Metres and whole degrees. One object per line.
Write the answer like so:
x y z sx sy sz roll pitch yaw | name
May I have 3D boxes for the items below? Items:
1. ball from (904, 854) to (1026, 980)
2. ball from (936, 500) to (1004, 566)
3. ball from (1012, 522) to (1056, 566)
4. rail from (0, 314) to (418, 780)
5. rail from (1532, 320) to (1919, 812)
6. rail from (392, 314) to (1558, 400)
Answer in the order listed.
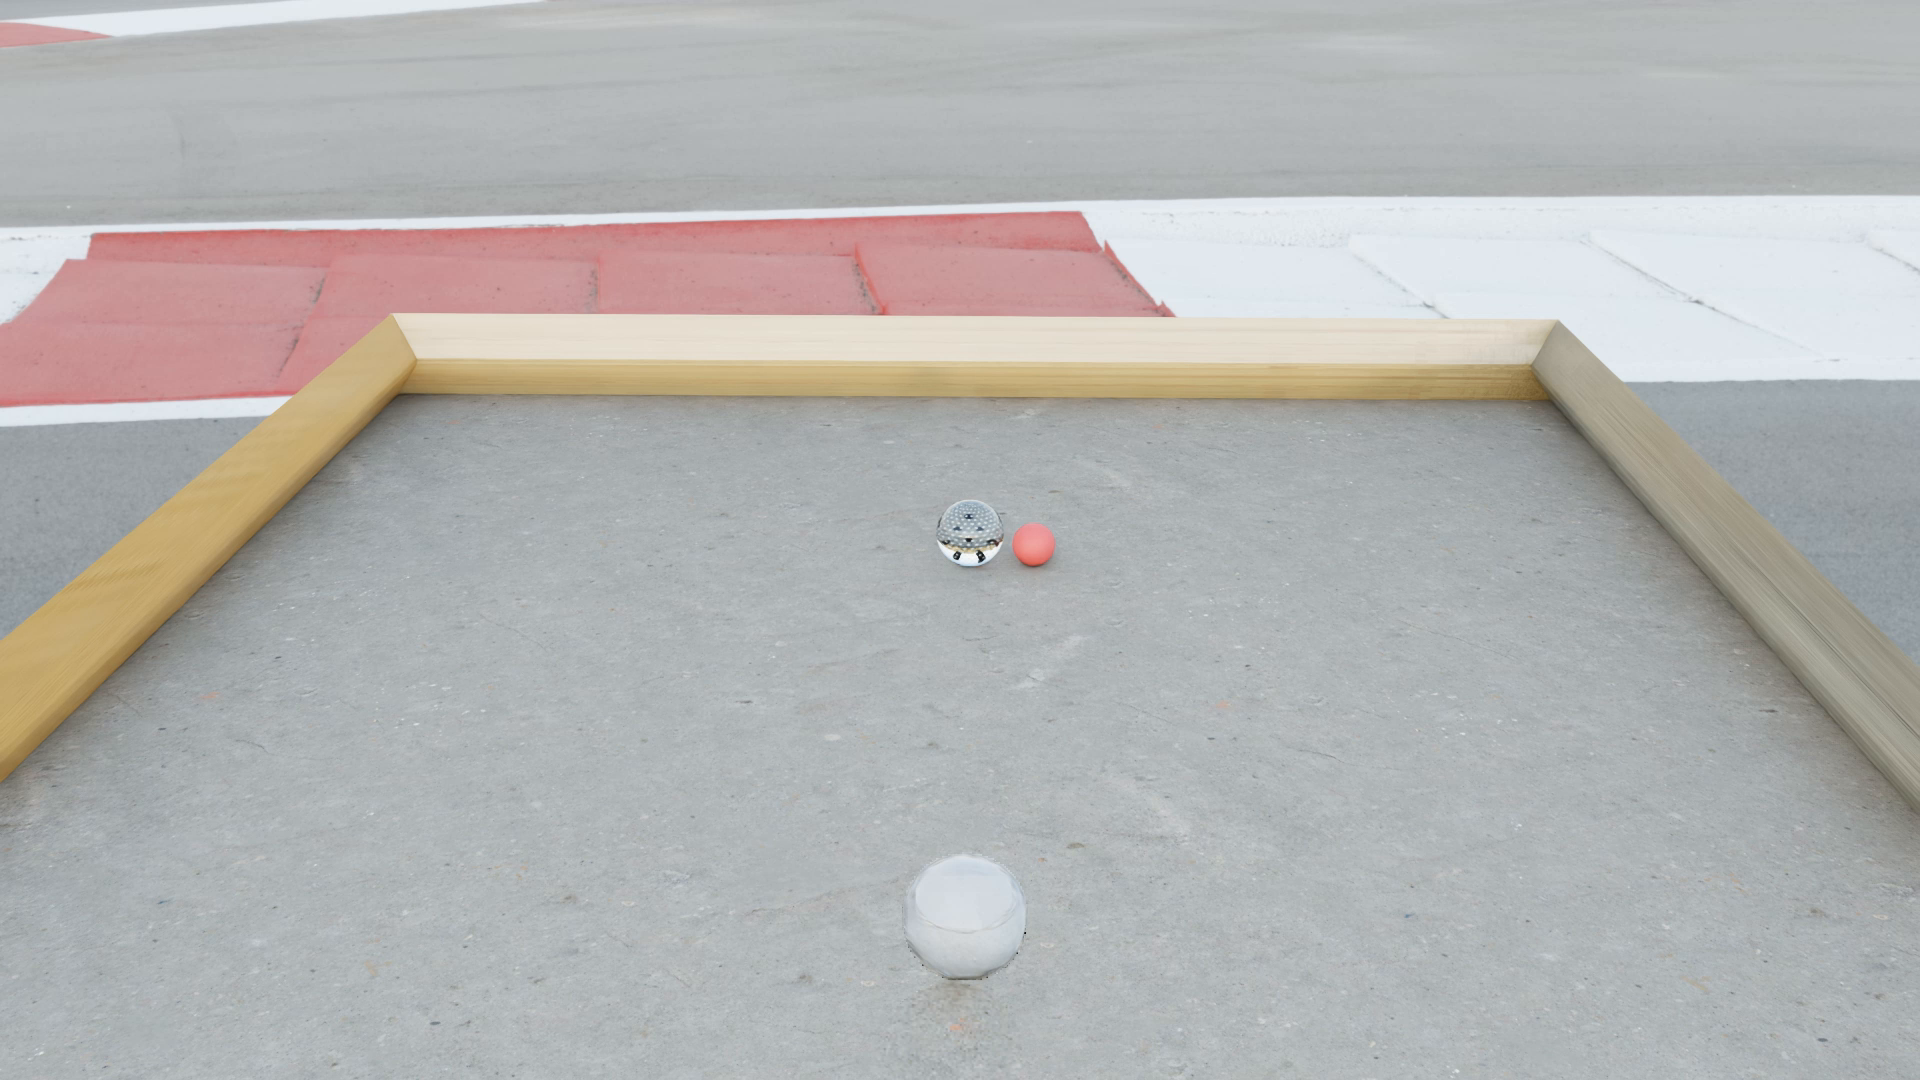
0.004 0.283 1.654 0.092 0.092 0.092 0 19 0 | ball
0.012 -0.008 2.534 0.078 0.078 0.078 0 19 0 | ball
0.085 0.005 2.540 0.050 0.050 0.050 0 19 0 | ball
-0.849 0.210 1.824 0.045 0.120 3.027 0 19 1 | rail
0.815 0.222 1.789 0.045 0.120 3.027 0 19 1 | rail
0.017 -0.263 3.217 1.712 0.120 0.045 0 19 1 | rail
